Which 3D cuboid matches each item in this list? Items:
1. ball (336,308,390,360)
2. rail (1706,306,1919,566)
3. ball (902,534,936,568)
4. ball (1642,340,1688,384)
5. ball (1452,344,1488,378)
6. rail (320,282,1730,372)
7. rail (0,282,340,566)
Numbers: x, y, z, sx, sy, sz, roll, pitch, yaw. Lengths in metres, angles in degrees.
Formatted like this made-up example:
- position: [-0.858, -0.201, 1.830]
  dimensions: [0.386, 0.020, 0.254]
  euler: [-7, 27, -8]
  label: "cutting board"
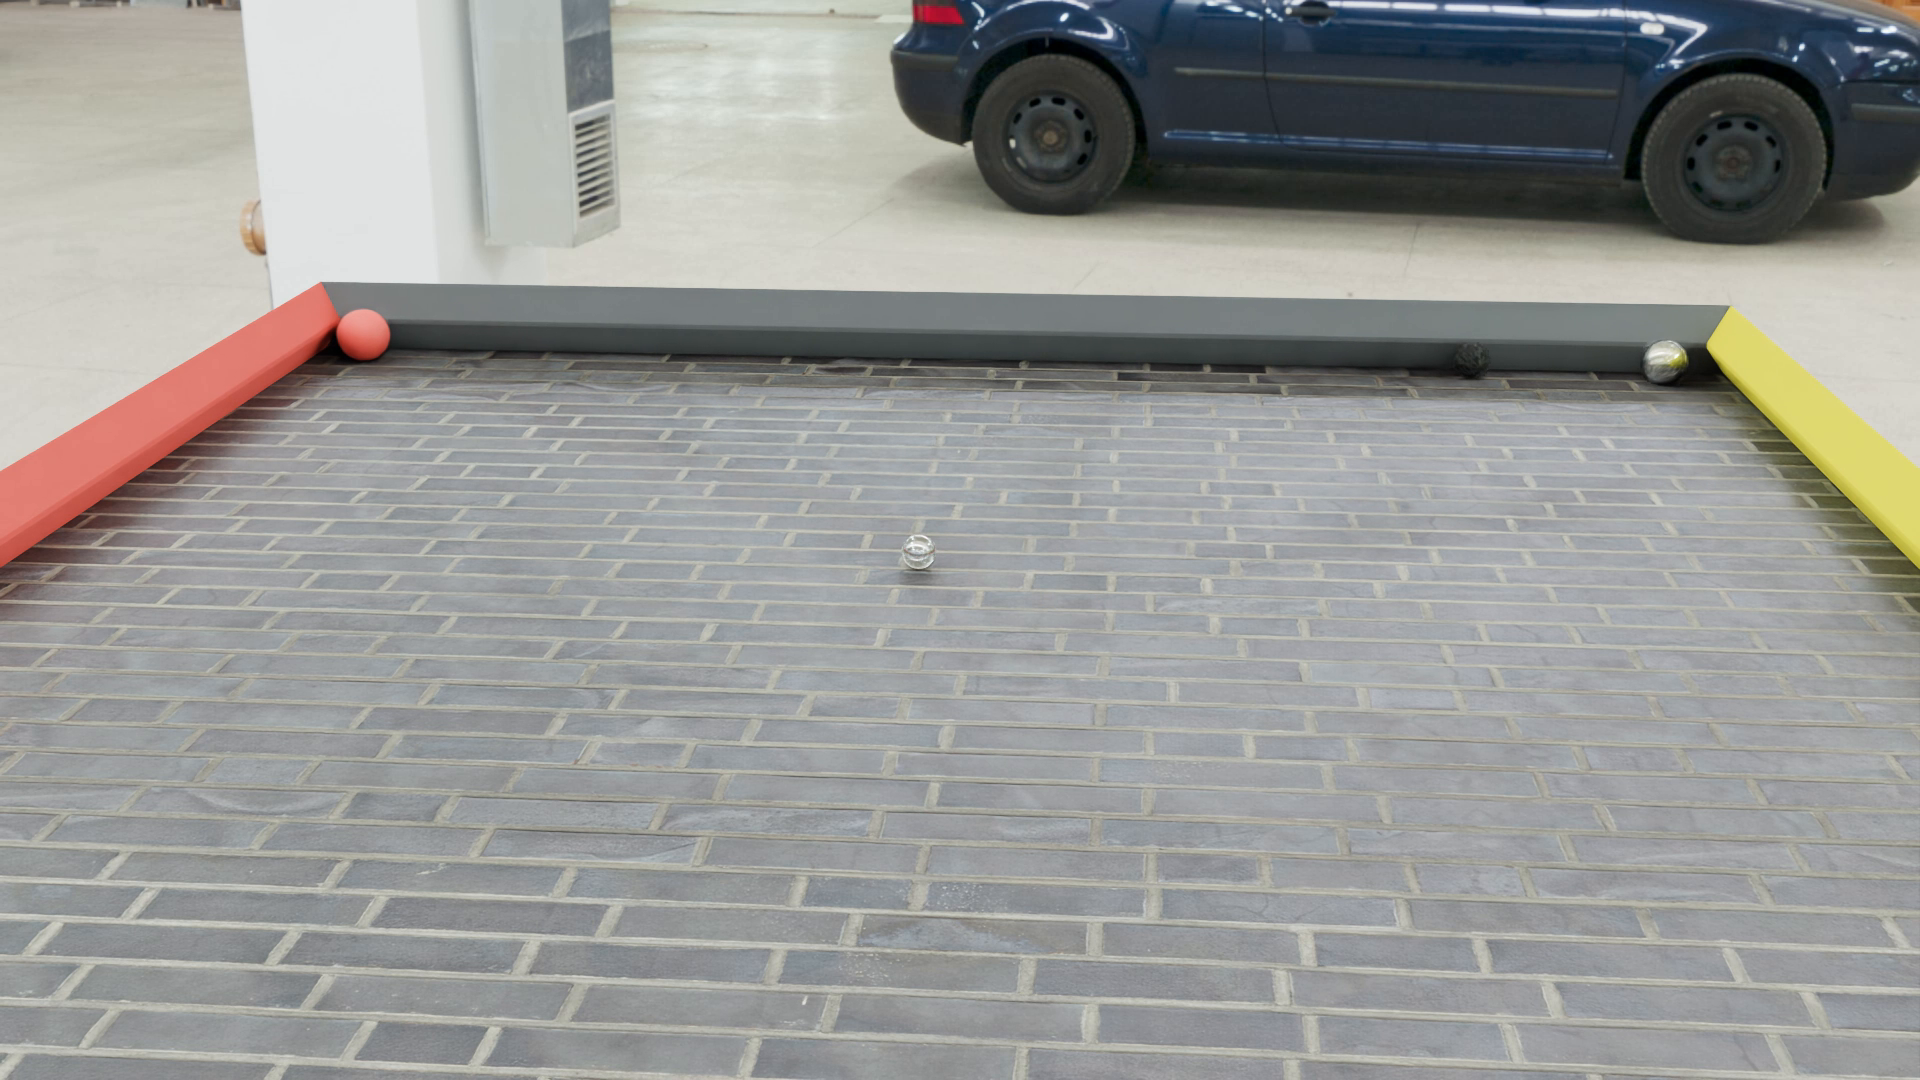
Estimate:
- position: [-1.001, -0.344, 3.688]
  dimensions: [0.087, 0.087, 0.087]
  euler: [0, 19, 0]
  label: "ball"
- position: [1.070, 0.340, 1.625]
  dimensions: [0.045, 0.113, 4.184]
  euler: [1, 19, 4]
  label: "rail"
- position: [-0.050, 0.014, 2.699]
  dimensions: [0.043, 0.043, 0.043]
  euler: [0, 19, 0]
  label: "ball"
- position: [1.135, -0.287, 3.541]
  dimensions: [0.073, 0.073, 0.073]
  euler: [0, 19, 0]
  label: "ball"
- position: [0.831, -0.292, 3.582]
  dimensions: [0.056, 0.056, 0.056]
  euler: [0, 19, 0]
  label: "ball"
- position: [0.080, -0.351, 3.664]
  dimensions: [2.358, 0.113, 0.045]
  euler: [1, 19, 4]
  label: "rail"
- position: [-1.234, 0.282, 1.797]
  dimensions: [0.045, 0.113, 4.184]
  euler: [1, 19, 4]
  label: "rail"
